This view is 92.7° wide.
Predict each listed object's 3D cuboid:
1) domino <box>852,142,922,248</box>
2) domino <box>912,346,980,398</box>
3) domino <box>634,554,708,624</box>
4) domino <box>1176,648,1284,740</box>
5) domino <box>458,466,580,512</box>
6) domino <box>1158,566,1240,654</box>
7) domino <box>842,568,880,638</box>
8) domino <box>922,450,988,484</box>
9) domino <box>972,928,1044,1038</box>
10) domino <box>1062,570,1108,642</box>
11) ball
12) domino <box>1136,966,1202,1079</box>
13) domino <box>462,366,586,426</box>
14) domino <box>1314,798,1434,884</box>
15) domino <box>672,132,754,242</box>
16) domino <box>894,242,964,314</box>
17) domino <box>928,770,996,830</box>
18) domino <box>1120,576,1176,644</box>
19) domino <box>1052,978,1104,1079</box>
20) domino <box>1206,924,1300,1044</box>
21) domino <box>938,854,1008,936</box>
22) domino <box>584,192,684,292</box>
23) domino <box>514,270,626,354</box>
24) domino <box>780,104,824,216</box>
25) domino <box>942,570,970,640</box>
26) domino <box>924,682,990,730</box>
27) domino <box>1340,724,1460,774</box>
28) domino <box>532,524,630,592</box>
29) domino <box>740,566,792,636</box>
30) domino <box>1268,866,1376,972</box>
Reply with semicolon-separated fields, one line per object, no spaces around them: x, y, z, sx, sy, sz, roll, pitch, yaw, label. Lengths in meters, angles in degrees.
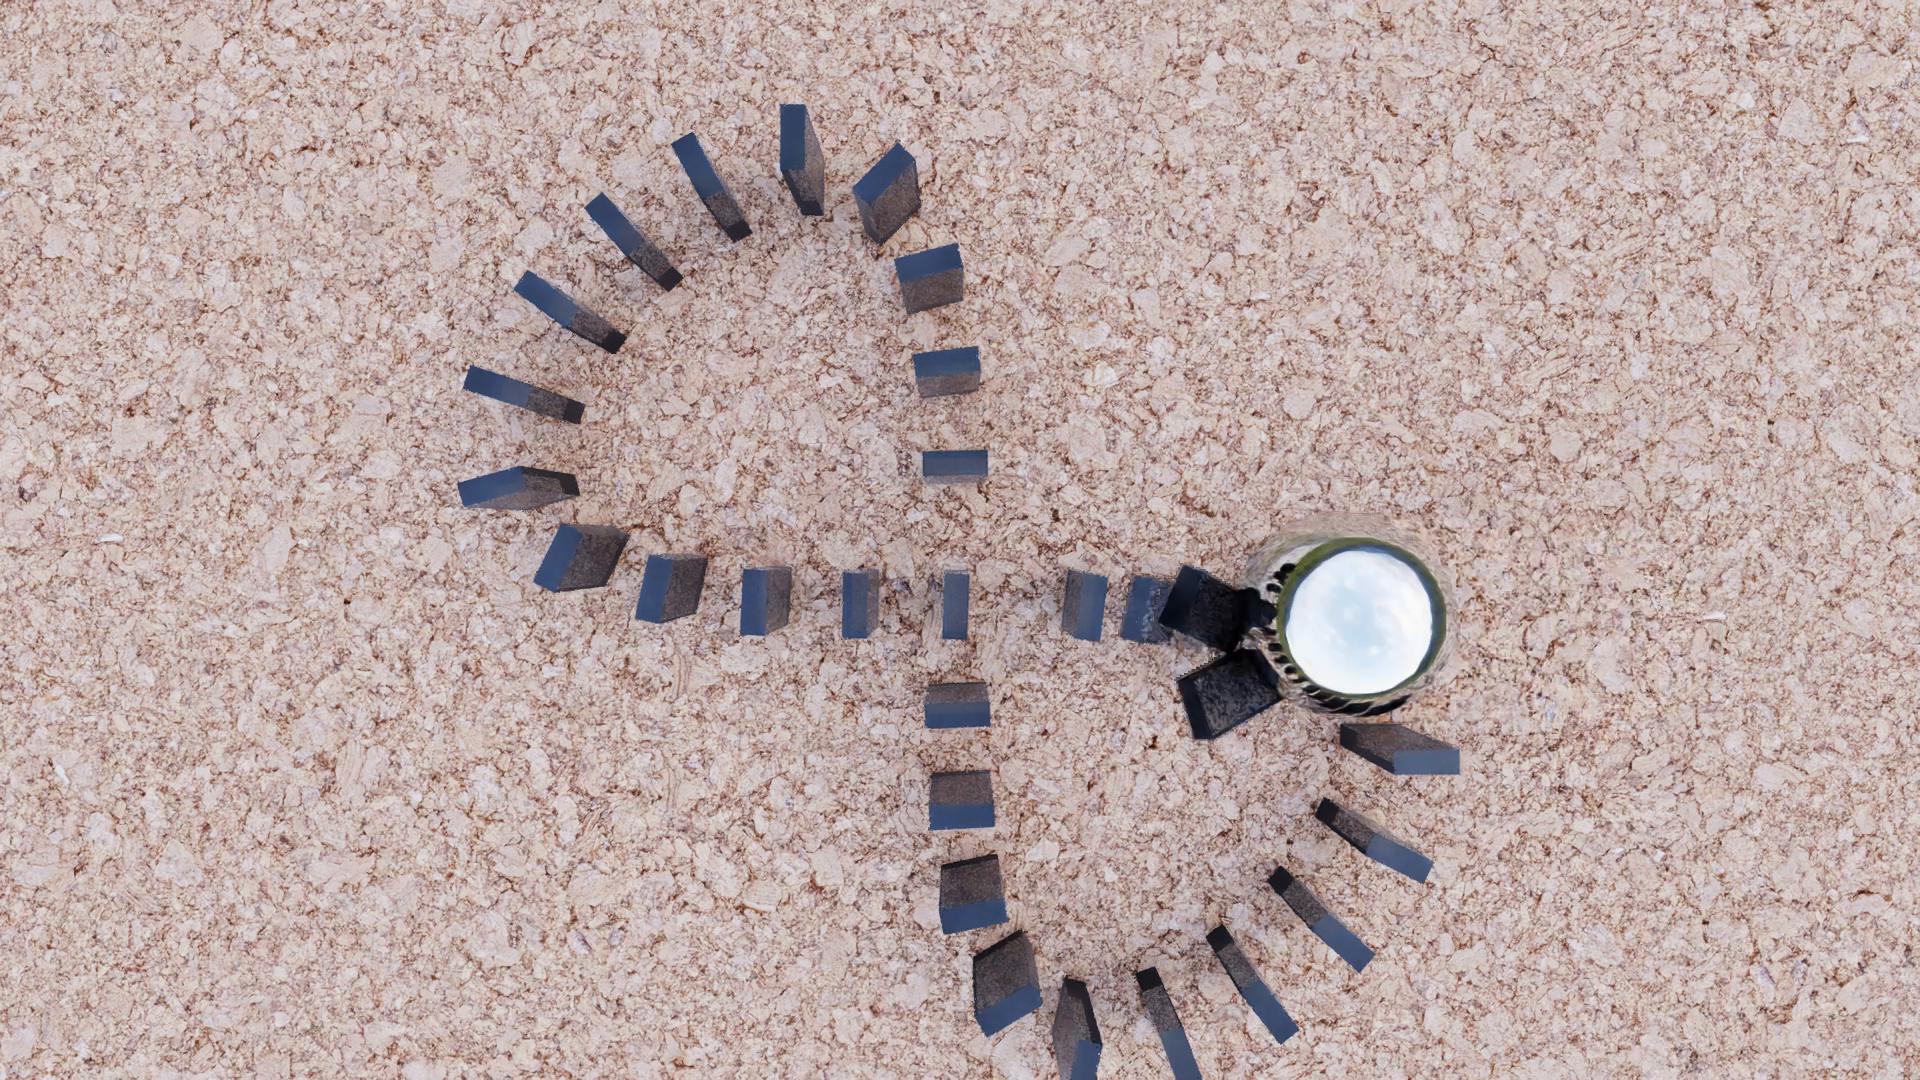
-0.029;-0.140;0.375;0.010;0.050;0.025;45;90;0;domino
-0.005;-0.068;0.375;0.025;0.050;0.009;-7;90;0;domino
-0.117;0.019;0.375;0.010;0.050;0.025;12;90;0;domino
0.114;0.062;0.382;0.050;0.009;0.025;-18;90;-34;domino
-0.179;-0.021;0.375;0.025;0.050;0.010;-16;90;0;domino
0.103;0.030;0.379;0.009;0.050;0.025;24;90;45;domino
-0.040;0.025;0.375;0.009;0.050;0.025;1;90;0;domino
-0.002;-0.029;0.375;0.025;0.050;0.010;-1;90;0;domino
0.019;0.180;0.375;0.025;0.050;0.010;-31;90;0;domino
0.050;0.026;0.375;0.009;0.050;0.025;8;90;0;domino
0.150;0.029;0.359;0.080;0.080;0.080;0;90;0;ball
0.085;0.199;0.375;0.010;0.050;0.025;-21;90;0;domino
-0.177;-0.059;0.375;0.025;0.050;0.009;18;90;0;domino
0.168;0.122;0.375;0.025;0.050;0.010;26;90;0;domino
-0.100;-0.143;0.375;0.009;0.050;0.025;-29;90;0;domino
-0.012;-0.106;0.375;0.025;0.050;0.010;-15;90;0;domino
0.001;0.106;0.375;0.025;0.050;0.010;-3;90;0;domino
0.079;0.029;0.375;0.010;0.050;0.025;14;92;25;domino
0.047;0.204;0.375;0.009;0.050;0.025;13;90;0;domino
0.118;0.180;0.375;0.010;0.050;0.025;-38;90;0;domino
0.005;0.144;0.375;0.025;0.050;0.010;-12;90;0;domino
-0.132;-0.121;0.375;0.010;0.050;0.025;-41;90;0;domino
-0.158;-0.092;0.375;0.025;0.050;0.010;37;90;0;domino
-0.064;-0.154;0.375;0.009;0.050;0.025;0;90;0;domino
-0.002;0.026;0.375;0.010;0.050;0.025;2;90;0;domino
-0.001;0.067;0.375;0.025;0.050;0.010;-2;90;0;domino
0.178;0.085;0.375;0.025;0.050;0.010;0;90;0;domino
-0.154;0.007;0.375;0.009;0.050;0.025;26;90;0;domino
-0.079;0.024;0.375;0.010;0.050;0.025;3;90;0;domino
0.146;0.154;0.375;0.025;0.050;0.010;41;90;0;domino
